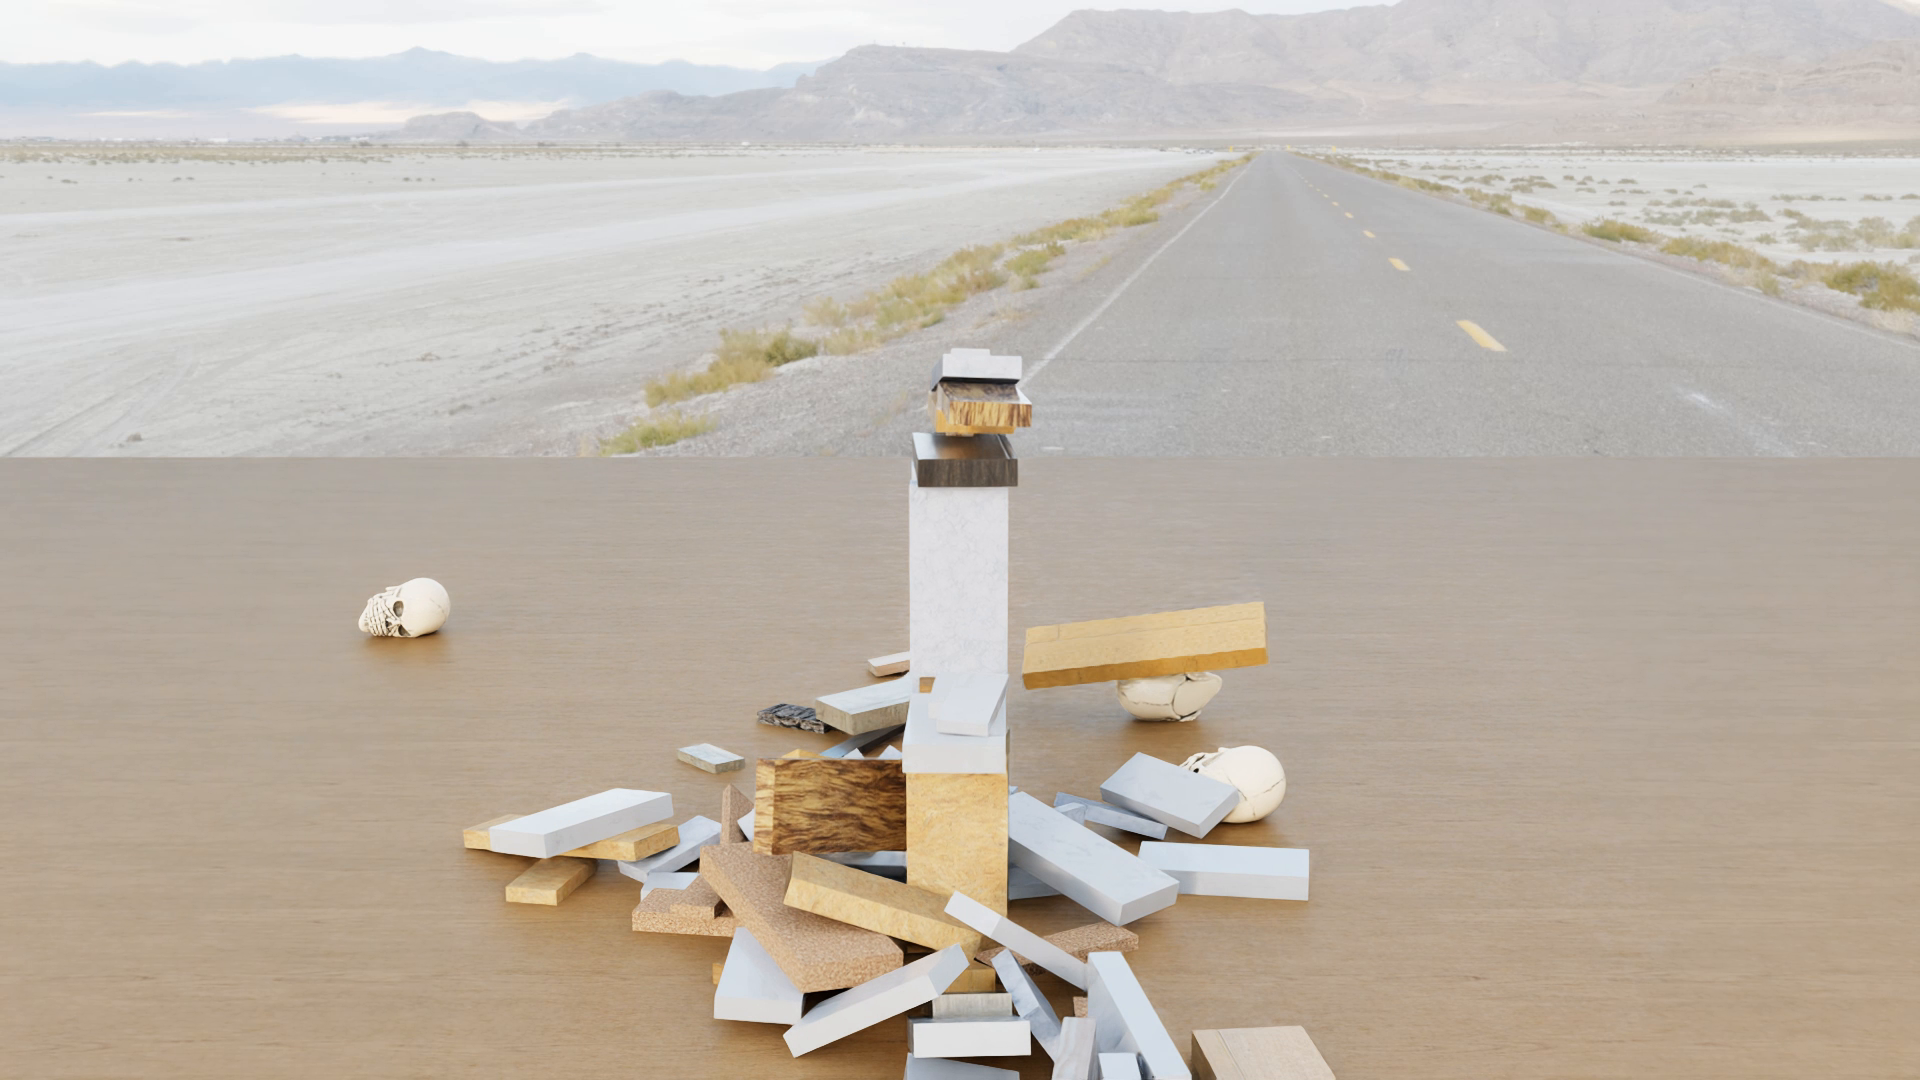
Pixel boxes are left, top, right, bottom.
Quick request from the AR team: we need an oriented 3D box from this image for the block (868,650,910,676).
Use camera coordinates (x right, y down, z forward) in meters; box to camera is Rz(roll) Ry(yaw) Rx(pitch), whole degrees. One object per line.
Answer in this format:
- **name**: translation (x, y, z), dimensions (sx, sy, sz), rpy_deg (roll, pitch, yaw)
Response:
- **block**: translation (-0.124, 0.284, 5.172), dimensions (0.172, 0.024, 0.086), rpy_deg (-11, 11, -14)

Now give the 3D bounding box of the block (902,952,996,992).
- **block**: translation (-0.031, 0.630, 3.210), dimensions (0.107, 0.030, 0.214), rpy_deg (2, -4, -16)

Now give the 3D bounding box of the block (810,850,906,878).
- **block**: translation (-0.165, 0.525, 3.579), dimensions (0.168, 0.024, 0.084), rpy_deg (2, -21, -1)

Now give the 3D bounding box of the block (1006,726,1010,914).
- **block**: translation (0.001, 0.454, 3.560), dimensions (0.153, 0.307, 0.043), rpy_deg (1, 11, 8)

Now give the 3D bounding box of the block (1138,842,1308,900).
- **block**: translation (0.445, 0.559, 3.724), dimensions (0.286, 0.041, 0.143), rpy_deg (2, 11, 9)

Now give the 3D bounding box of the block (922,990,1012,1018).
- **block**: translation (0.007, 0.646, 3.066), dimensions (0.107, 0.030, 0.214), rpy_deg (0, -10, -5)

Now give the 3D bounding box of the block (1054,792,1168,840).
- **block**: translation (0.270, 0.493, 3.933), dimensions (0.189, 0.027, 0.095), rpy_deg (19, -2, -34)

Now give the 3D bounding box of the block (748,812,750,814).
- **block**: translation (-0.250, 0.493, 3.734), dimensions (0.115, 0.033, 0.230), rpy_deg (-40, 44, -21)

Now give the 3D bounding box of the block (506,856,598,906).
- **block**: translation (-0.687, 0.570, 3.705), dimensions (0.089, 0.025, 0.177), rpy_deg (2, 11, 12)

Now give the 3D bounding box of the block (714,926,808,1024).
- **block**: translation (-0.279, 0.630, 3.192), dimensions (0.121, 0.034, 0.243), rpy_deg (4, 13, 1)

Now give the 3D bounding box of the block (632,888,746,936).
- **block**: translation (-0.400, 0.599, 3.532), dimensions (0.226, 0.032, 0.113), rpy_deg (2, 11, 10)

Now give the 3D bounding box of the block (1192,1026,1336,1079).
- **block**: translation (0.409, 0.717, 2.865), dimensions (0.153, 0.043, 0.307), rpy_deg (-1, 11, -6)

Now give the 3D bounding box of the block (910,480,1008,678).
- **block**: translation (-0.002, 0.068, 3.832), dimensions (0.170, 0.340, 0.048), rpy_deg (0, 11, 1)

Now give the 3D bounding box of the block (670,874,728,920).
- **block**: translation (-0.407, 0.573, 3.532), dimensions (0.072, 0.021, 0.145), rpy_deg (2, 11, 12)

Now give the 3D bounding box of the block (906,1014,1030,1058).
- **block**: translation (0.008, 0.656, 2.919), dimensions (0.147, 0.042, 0.294), rpy_deg (-1, -10, -3)

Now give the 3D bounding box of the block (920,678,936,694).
- **block**: translation (-0.002, 0.245, 3.919), dimensions (0.137, 0.039, 0.274), rpy_deg (0, 11, 0)

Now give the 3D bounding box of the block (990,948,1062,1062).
- **block**: translation (0.105, 0.652, 3.049), dimensions (0.030, 0.107, 0.214), rpy_deg (-36, 14, -2)

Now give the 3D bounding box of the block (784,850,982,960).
- **block**: translation (-0.116, 0.543, 3.279), dimensions (0.292, 0.041, 0.146), rpy_deg (18, 6, -5)

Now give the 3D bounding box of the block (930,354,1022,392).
- **block**: translation (0.027, -0.306, 4.073), dimensions (0.141, 0.040, 0.283), rpy_deg (2, -2, -5)

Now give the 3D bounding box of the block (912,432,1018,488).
- **block**: translation (0.006, -0.145, 3.915), dimensions (0.170, 0.048, 0.340), rpy_deg (0, 10, -3)

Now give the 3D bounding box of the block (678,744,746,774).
- **block**: translation (-0.501, 0.440, 4.424), dimensions (0.071, 0.020, 0.141), rpy_deg (-8, 13, -38)

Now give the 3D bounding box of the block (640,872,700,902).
- **block**: translation (-0.430, 0.580, 3.650), dimensions (0.184, 0.026, 0.092), rpy_deg (0, 11, 2)

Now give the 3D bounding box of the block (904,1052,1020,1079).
- **block**: translation (0.002, 0.725, 2.731), dimensions (0.147, 0.042, 0.294), rpy_deg (10, 8, -2)

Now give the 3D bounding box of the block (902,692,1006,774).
- **block**: translation (-0.005, 0.299, 3.435), dimensions (0.153, 0.043, 0.307), rpy_deg (0, 11, 1)

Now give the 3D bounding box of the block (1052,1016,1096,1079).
- **block**: translation (0.134, 0.704, 2.654), dimensions (0.042, 0.147, 0.294), rpy_deg (1, 11, 7)

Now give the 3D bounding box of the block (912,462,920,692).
- **block**: translation (-0.004, 0.087, 4.065), dimensions (0.170, 0.462, 0.048), rpy_deg (0, 11, -1)

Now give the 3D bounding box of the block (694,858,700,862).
- **block**: translation (-0.420, 0.538, 3.882), dimensions (0.177, 0.025, 0.089), rpy_deg (-3, 11, -16)

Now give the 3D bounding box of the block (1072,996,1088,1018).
- **block**: translation (0.202, 0.685, 3.097), dimensions (0.079, 0.022, 0.158), rpy_deg (0, 11, 0)

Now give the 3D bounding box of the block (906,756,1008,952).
- **block**: translation (-0.004, 0.486, 3.389), dimensions (0.153, 0.307, 0.043), rpy_deg (0, 11, 1)

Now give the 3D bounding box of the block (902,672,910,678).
- **block**: translation (-0.102, 0.321, 5.078), dimensions (0.053, 0.015, 0.105), rpy_deg (2, 11, 13)

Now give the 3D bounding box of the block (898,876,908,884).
- **block**: translation (-0.080, 0.573, 3.696), dimensions (0.161, 0.023, 0.081), rpy_deg (4, 11, 23)
